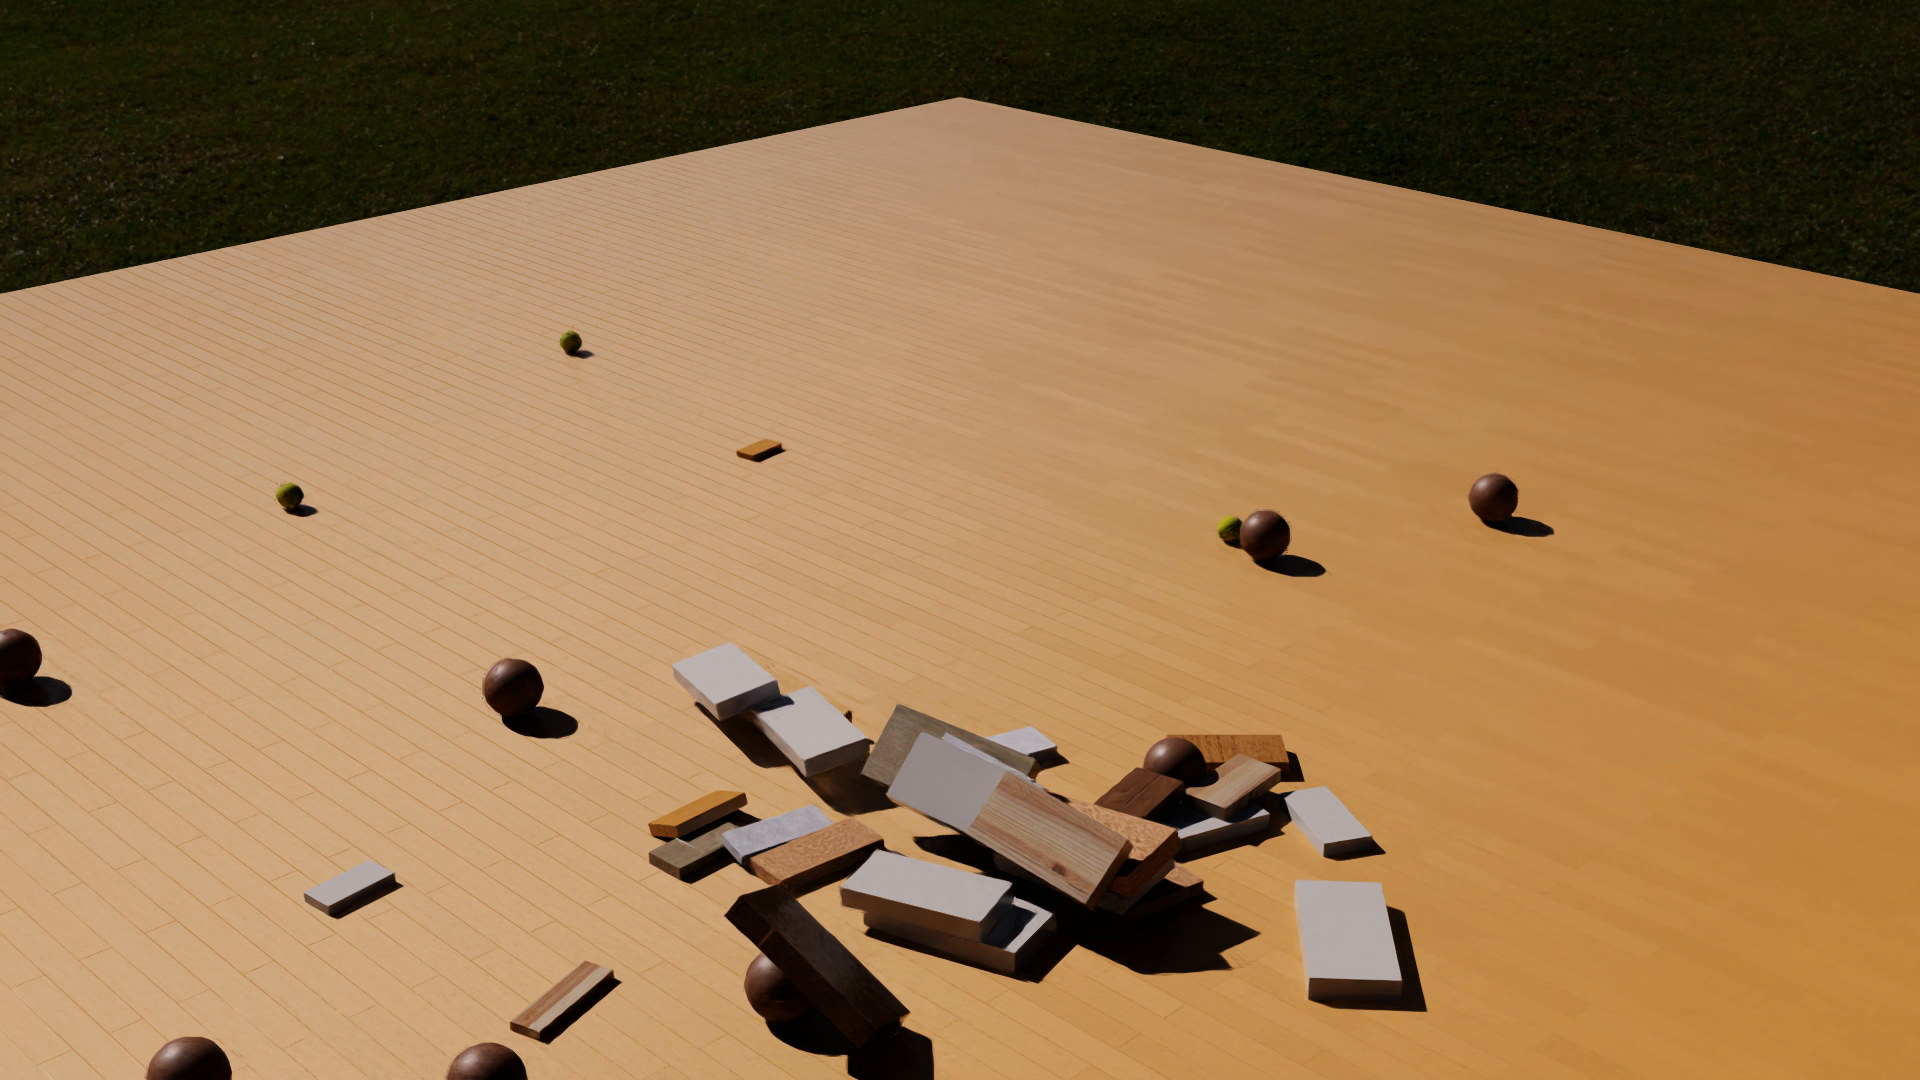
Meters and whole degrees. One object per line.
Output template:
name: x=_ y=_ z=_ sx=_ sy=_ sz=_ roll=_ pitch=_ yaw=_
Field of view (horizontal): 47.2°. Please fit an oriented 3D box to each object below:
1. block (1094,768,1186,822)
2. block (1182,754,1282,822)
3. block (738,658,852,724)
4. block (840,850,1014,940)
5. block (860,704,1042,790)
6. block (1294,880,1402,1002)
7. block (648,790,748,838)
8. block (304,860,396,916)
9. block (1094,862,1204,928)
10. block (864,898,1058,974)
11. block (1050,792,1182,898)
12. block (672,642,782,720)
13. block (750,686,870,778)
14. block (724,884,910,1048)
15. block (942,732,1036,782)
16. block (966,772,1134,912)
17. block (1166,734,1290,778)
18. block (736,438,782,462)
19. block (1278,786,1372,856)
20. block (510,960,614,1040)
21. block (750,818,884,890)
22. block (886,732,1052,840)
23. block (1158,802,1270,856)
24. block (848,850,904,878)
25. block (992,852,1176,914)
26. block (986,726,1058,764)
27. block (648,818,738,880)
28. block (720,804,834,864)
block: x=0.325 y=0.543 z=4.361 sx=0.122 sy=0.035 sz=0.245 roll=13 pitch=37 yaw=42
block: x=0.551 y=0.500 z=4.456 sx=0.104 sy=0.029 sz=0.208 roll=18 pitch=29 yaw=36
block: x=-0.386 y=0.362 z=4.800 sx=0.144 sy=0.041 sz=0.289 roll=-29 pitch=40 yaw=-36
block: x=-0.060 y=0.652 z=4.048 sx=0.284 sy=0.040 sz=0.142 roll=10 pitch=26 yaw=24
block: x=-0.019 y=0.452 z=4.318 sx=0.320 sy=0.045 sz=0.160 roll=20 pitch=72 yaw=26
block: x=0.701 y=0.725 z=3.994 sx=0.161 sy=0.046 sz=0.321 roll=1 pitch=23 yaw=3
block: x=-0.524 y=0.548 z=4.402 sx=0.091 sy=0.026 sz=0.182 roll=-3 pitch=15 yaw=46
block: x=-1.159 y=0.660 z=4.178 sx=0.076 sy=0.022 sz=0.152 roll=18 pitch=29 yaw=36
block: x=0.346 y=0.665 z=4.157 sx=0.208 sy=0.029 sz=0.104 roll=-15 pitch=27 yaw=-31
block: x=0.000 y=0.697 z=4.059 sx=0.321 sy=0.046 sz=0.161 roll=13 pitch=26 yaw=28
block: x=0.239 y=0.570 z=4.149 sx=0.320 sy=0.045 sz=0.160 roll=11 pitch=36 yaw=41
block: x=-0.513 y=0.306 z=4.806 sx=0.144 sy=0.041 sz=0.289 roll=-21 pitch=22 yaw=-20
block: x=-0.317 y=0.399 z=4.616 sx=0.144 sy=0.041 sz=0.289 roll=-18 pitch=26 yaw=-22
block: x=-0.240 y=0.720 z=3.732 sx=0.321 sy=0.046 sz=0.161 roll=42 pitch=12 yaw=16
block: x=0.033 y=0.466 z=4.249 sx=0.211 sy=0.030 sz=0.106 roll=26 pitch=74 yaw=28
block: x=0.164 y=0.553 z=4.058 sx=0.284 sy=0.040 sz=0.142 roll=27 pitch=75 yaw=33
block: x=0.564 y=0.455 z=4.644 sx=0.245 sy=0.035 sz=0.122 roll=0 pitch=23 yaw=0
block: x=-0.579 y=-0.260 z=6.352 sx=0.063 sy=0.018 sz=0.127 roll=16 pitch=28 yaw=34
block: x=0.730 y=0.561 z=4.400 sx=0.104 sy=0.029 sz=0.208 roll=-7 pitch=24 yaw=-15
block: x=-0.694 y=0.803 z=3.844 sx=0.063 sy=0.018 sz=0.210 roll=12 pitch=26 yaw=26
block: x=-0.278 y=0.612 z=4.280 sx=0.247 sy=0.030 sz=0.106 roll=-18 pitch=29 yaw=-36
block: x=0.015 y=0.487 z=4.203 sx=0.284 sy=0.040 sz=0.142 roll=22 pitch=73 yaw=27
block: x=0.480 y=0.562 z=4.391 sx=0.245 sy=0.035 sz=0.122 roll=-11 pitch=26 yaw=-25
block: x=-0.150 y=0.639 z=4.232 sx=0.063 sy=0.018 sz=0.127 roll=18 pitch=29 yaw=37
block: x=0.233 y=0.606 z=4.186 sx=0.320 sy=0.045 sz=0.160 roll=13 pitch=37 yaw=43
block: x=0.088 y=0.452 z=4.657 sx=0.211 sy=0.030 sz=0.106 roll=-12 pitch=26 yaw=-27
block: x=-0.510 y=0.603 z=4.306 sx=0.091 sy=0.026 sz=0.182 roll=20 pitch=30 yaw=38
block: x=-0.357 y=0.578 z=4.332 sx=0.222 sy=0.022 sz=0.076 roll=-14 pitch=39 yaw=-37
